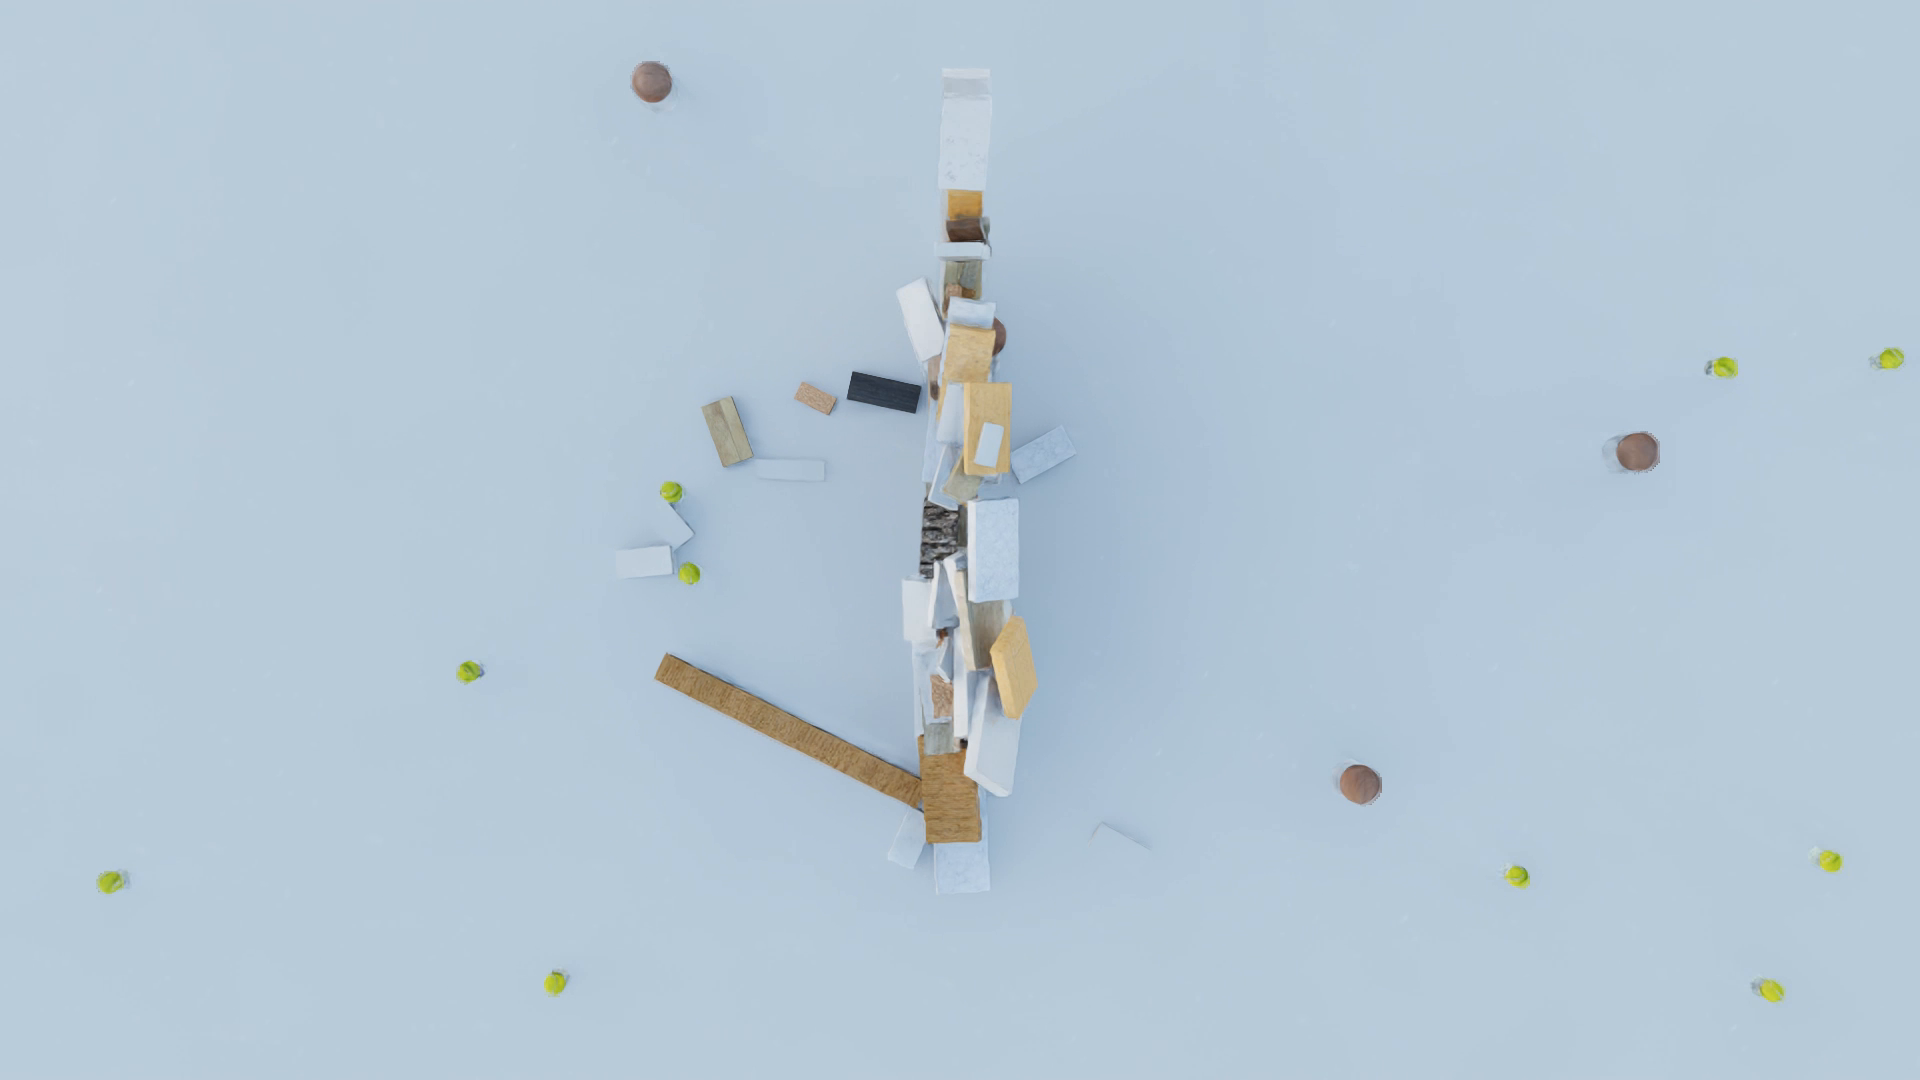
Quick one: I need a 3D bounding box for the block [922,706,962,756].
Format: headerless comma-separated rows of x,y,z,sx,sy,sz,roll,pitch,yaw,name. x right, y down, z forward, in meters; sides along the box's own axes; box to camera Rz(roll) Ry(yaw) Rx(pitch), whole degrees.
-0.060,0.569,5.296,0.118,0.033,0.236,-6,77,9,block

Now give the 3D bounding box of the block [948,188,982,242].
0.018,-0.974,5.007,0.102,0.310,0.029,-1,70,1,block

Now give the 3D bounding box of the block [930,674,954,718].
-0.054,0.494,5.242,0.068,0.019,0.136,-6,76,0,block

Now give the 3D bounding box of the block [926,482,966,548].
-0.042,-0.097,5.200,0.128,0.036,0.256,0,119,1,block

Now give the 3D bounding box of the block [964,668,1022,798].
0.109,0.605,5.178,0.051,0.179,0.357,-19,48,36,block

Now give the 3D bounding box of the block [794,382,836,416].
-0.481,-0.471,5.491,0.128,0.018,0.064,26,90,0,block

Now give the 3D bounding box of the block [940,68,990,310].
0.007,-1.042,5.051,0.135,1.025,0.038,2,59,0,block

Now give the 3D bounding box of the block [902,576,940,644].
-0.125,0.225,5.289,0.111,0.031,0.221,6,118,14,block

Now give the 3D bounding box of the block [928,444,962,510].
-0.028,-0.193,5.054,0.093,0.026,0.186,21,77,-18,block

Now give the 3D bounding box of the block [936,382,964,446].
-0.010,-0.387,5.045,0.093,0.026,0.186,11,115,-4,block

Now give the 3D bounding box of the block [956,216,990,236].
0.032,-0.926,5.054,0.102,0.204,0.029,2,70,-5,block

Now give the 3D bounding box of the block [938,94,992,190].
0.013,-1.119,4.643,0.135,0.038,0.270,1,128,-4,block

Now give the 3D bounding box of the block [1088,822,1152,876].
0.530,1.027,5.487,0.188,0.027,0.094,29,90,0,block

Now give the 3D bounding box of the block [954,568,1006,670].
0.069,0.237,5.144,0.154,0.044,0.309,-14,99,-42,block

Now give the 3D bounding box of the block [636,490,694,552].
-0.977,-0.061,5.487,0.094,0.027,0.187,-40,90,0,block

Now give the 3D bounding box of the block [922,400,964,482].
-0.041,-0.302,5.119,0.128,0.036,0.256,6,81,0,block

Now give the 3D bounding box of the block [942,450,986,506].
0.027,-0.205,5.048,0.093,0.026,0.186,34,72,-24,block

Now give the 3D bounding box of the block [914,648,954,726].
-0.069,0.465,5.276,0.118,0.033,0.236,-10,76,-1,block

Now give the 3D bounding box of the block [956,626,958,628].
-0.030,0.253,5.393,0.085,0.024,0.169,3,84,16,block

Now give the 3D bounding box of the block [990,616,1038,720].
0.169,0.397,5.115,0.044,0.309,0.154,12,48,25,block

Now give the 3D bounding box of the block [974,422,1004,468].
0.088,-0.288,4.988,0.064,0.018,0.128,11,95,-24,block

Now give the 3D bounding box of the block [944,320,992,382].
0.025,-0.564,5.161,0.135,0.038,0.271,-1,67,-5,block

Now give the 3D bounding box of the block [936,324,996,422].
0.016,-0.499,5.027,0.137,0.039,0.305,9,115,-3,block

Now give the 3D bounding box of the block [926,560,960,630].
-0.037,0.171,5.232,0.111,0.031,0.221,-6,115,-31,block

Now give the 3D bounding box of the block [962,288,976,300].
0.014,-0.748,5.194,0.047,0.013,0.095,16,114,-10,block

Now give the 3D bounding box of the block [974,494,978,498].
0.001,-0.068,5.407,0.108,0.215,0.030,0,51,0,block

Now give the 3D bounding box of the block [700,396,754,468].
-0.773,-0.359,5.485,0.107,0.030,0.213,-20,90,0,block

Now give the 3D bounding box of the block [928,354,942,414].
-0.045,-0.483,5.341,0.115,0.033,0.383,1,116,1,block

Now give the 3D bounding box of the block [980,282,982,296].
0.003,-0.709,5.274,0.115,0.033,0.230,2,115,-4,block

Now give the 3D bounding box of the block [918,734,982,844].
-0.033,0.807,5.370,0.175,0.050,0.350,-5,92,15,block

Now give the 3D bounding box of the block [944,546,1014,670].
0.074,0.203,5.213,0.179,0.051,0.374,-27,109,-39,block

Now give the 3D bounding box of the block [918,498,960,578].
-0.071,0.070,5.242,0.111,0.031,0.431,7,118,4,block

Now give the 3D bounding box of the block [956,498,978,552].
-0.002,-0.039,5.313,0.108,0.030,0.215,3,125,2,block

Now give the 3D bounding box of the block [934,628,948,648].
-0.056,0.336,5.342,0.049,0.014,0.097,-24,75,13,block

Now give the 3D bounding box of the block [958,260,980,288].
0.029,-0.835,5.150,0.047,0.013,0.094,8,119,-7,block

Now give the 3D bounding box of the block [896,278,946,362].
-0.112,-0.688,5.155,0.107,0.030,0.240,-23,83,25,block

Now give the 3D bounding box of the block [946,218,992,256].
0.029,-0.910,4.993,0.102,0.204,0.029,-4,73,10,block

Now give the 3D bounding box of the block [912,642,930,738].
-0.062,0.470,5.428,0.175,0.050,0.350,-2,87,15,block

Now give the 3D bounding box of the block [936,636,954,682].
-0.039,0.378,5.230,0.019,0.136,0.068,-14,126,28,block

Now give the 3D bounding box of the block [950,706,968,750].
0.004,0.589,5.197,0.019,0.068,0.136,-17,73,34,block

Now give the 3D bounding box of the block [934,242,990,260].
0.009,-0.853,4.873,0.135,0.270,0.038,0,98,7,block

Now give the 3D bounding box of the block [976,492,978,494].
0.000,-0.133,5.393,0.113,0.227,0.032,-3,61,0,block

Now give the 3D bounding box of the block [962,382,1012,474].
0.083,-0.340,5.008,0.137,0.039,0.275,-3,101,-22,block

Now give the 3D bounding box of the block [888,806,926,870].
-0.162,0.991,5.486,0.094,0.027,0.188,24,90,0,block

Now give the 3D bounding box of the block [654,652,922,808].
-0.562,0.634,5.487,0.971,0.027,0.094,26,90,0,block

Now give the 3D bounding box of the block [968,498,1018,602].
0.103,0.029,5.062,0.154,0.044,0.309,-6,100,-30,block

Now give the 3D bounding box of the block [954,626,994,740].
0.056,0.468,5.258,0.051,0.179,0.357,-17,62,34,block

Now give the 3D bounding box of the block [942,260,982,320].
0.004,-0.770,5.208,0.115,0.033,0.230,2,115,-4,block

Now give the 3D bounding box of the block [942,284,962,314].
-0.023,-0.755,5.177,0.047,0.013,0.095,15,114,9,block

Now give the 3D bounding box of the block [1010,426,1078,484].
0.269,-0.284,5.485,0.213,0.030,0.107,-29,90,0,block

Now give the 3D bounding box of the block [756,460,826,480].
-0.564,-0.233,5.491,0.227,0.018,0.064,2,90,0,block

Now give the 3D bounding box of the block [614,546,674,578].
-1.045,0.073,5.473,0.187,0.027,0.094,-5,93,7,block

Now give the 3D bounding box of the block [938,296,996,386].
0.019,-0.595,5.026,0.137,0.039,0.275,9,115,-2,block

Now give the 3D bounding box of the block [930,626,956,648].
-0.058,0.295,5.369,0.085,0.024,0.169,-7,82,15,block

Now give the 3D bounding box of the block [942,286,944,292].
-0.005,-0.703,5.334,0.114,0.032,0.228,3,113,-1,block

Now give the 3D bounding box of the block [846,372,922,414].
-0.253,-0.490,5.487,0.233,0.027,0.094,12,90,0,block

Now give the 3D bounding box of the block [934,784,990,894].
-0.001,0.931,5.461,0.175,0.050,0.464,-2,90,-9,block

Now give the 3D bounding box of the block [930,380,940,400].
-0.020,-0.371,5.228,0.135,0.038,0.271,-3,94,0,block
